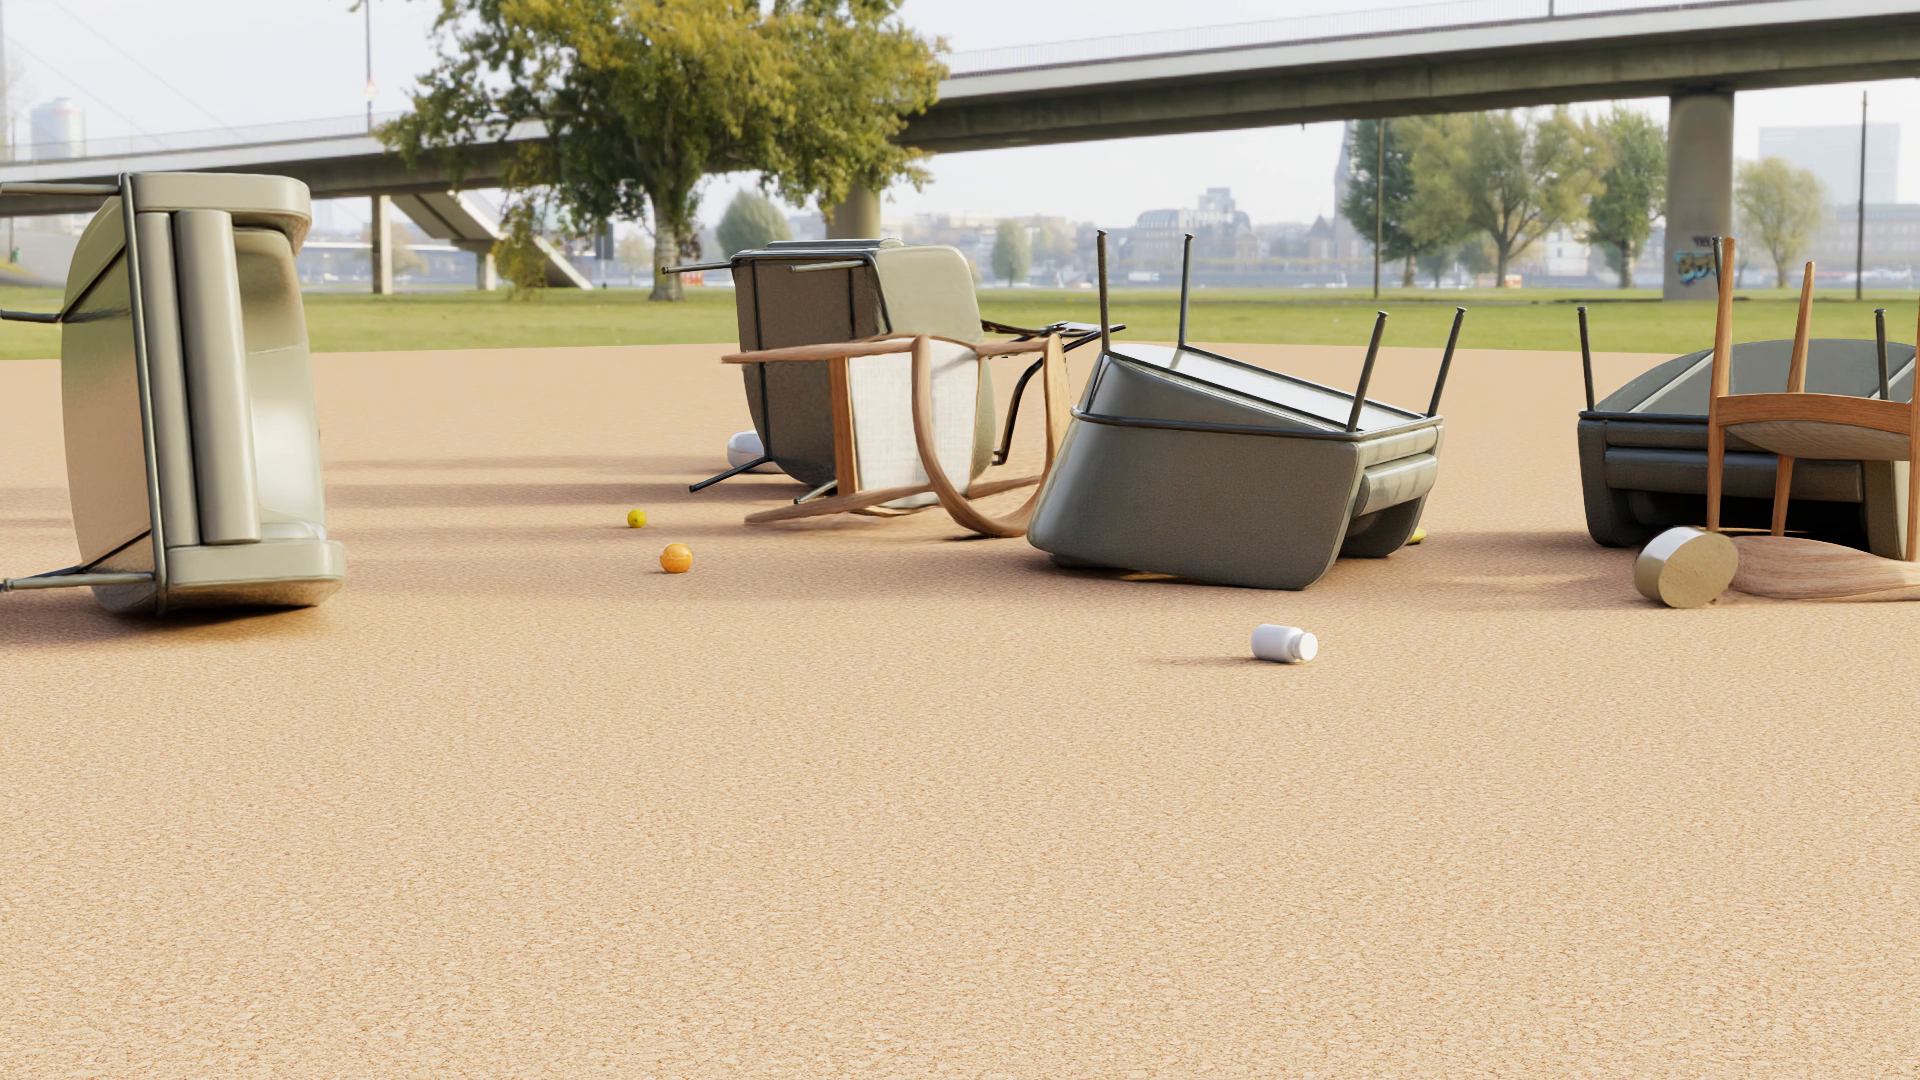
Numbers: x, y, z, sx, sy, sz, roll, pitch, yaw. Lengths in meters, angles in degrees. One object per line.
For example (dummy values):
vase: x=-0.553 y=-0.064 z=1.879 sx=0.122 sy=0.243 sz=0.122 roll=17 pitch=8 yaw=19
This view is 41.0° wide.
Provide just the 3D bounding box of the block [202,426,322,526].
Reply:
block: x=-1.871 y=-0.173 z=6.892 sx=0.150 sy=0.245 sz=0.278 roll=4 pitch=7 yaw=31

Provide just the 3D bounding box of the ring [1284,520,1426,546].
ring: x=0.981 y=-0.019 z=6.384 sx=0.358 sy=0.044 sz=0.277 roll=3 pitch=6 yaw=22

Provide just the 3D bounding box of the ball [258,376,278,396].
ball: x=-3.825 y=-0.855 z=14.193 sx=0.106 sy=0.106 sz=0.106 roll=0 pitch=6 yaw=0

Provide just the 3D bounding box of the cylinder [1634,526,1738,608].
cylinder: x=1.457 y=0.054 z=5.153 sx=0.180 sy=0.128 sz=0.148 roll=-39 pitch=7 yaw=0

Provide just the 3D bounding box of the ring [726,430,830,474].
ring: x=-0.615 y=-0.298 z=8.661 sx=0.345 sy=0.135 sz=0.348 roll=6 pitch=7 yaw=40
